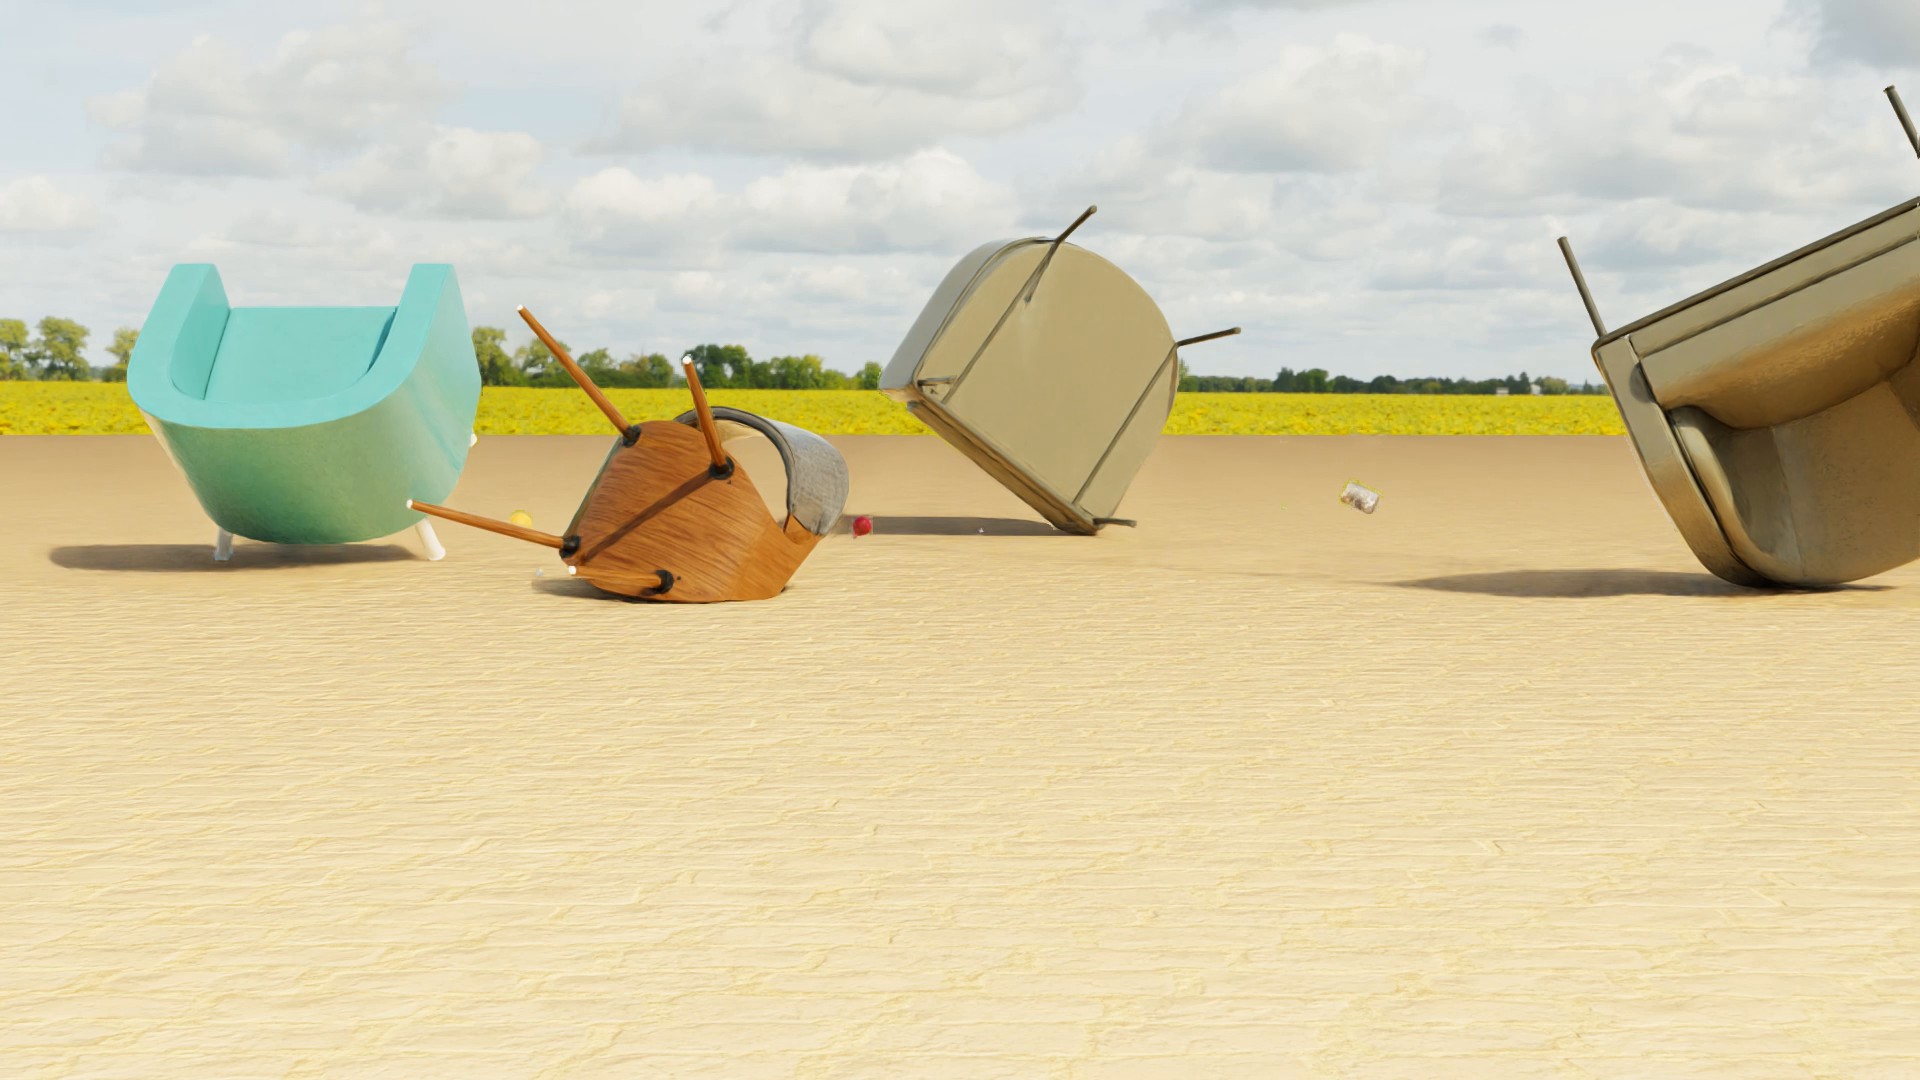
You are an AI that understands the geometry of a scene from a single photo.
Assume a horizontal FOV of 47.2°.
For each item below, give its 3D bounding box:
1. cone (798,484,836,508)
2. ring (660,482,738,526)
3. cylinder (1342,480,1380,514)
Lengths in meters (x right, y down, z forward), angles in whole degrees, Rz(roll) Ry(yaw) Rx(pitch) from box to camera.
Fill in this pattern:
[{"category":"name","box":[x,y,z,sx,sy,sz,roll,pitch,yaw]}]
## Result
[{"category":"cone","box":[-0.556,-0.150,8.405,0.162,0.094,0.095,-20,-17,-27]},{"category":"ring","box":[-0.850,-0.115,7.166,0.272,0.092,0.264,-19,3,-25]},{"category":"cylinder","box":[1.426,-0.151,7.831,0.111,0.080,0.121,27,8,15]}]
